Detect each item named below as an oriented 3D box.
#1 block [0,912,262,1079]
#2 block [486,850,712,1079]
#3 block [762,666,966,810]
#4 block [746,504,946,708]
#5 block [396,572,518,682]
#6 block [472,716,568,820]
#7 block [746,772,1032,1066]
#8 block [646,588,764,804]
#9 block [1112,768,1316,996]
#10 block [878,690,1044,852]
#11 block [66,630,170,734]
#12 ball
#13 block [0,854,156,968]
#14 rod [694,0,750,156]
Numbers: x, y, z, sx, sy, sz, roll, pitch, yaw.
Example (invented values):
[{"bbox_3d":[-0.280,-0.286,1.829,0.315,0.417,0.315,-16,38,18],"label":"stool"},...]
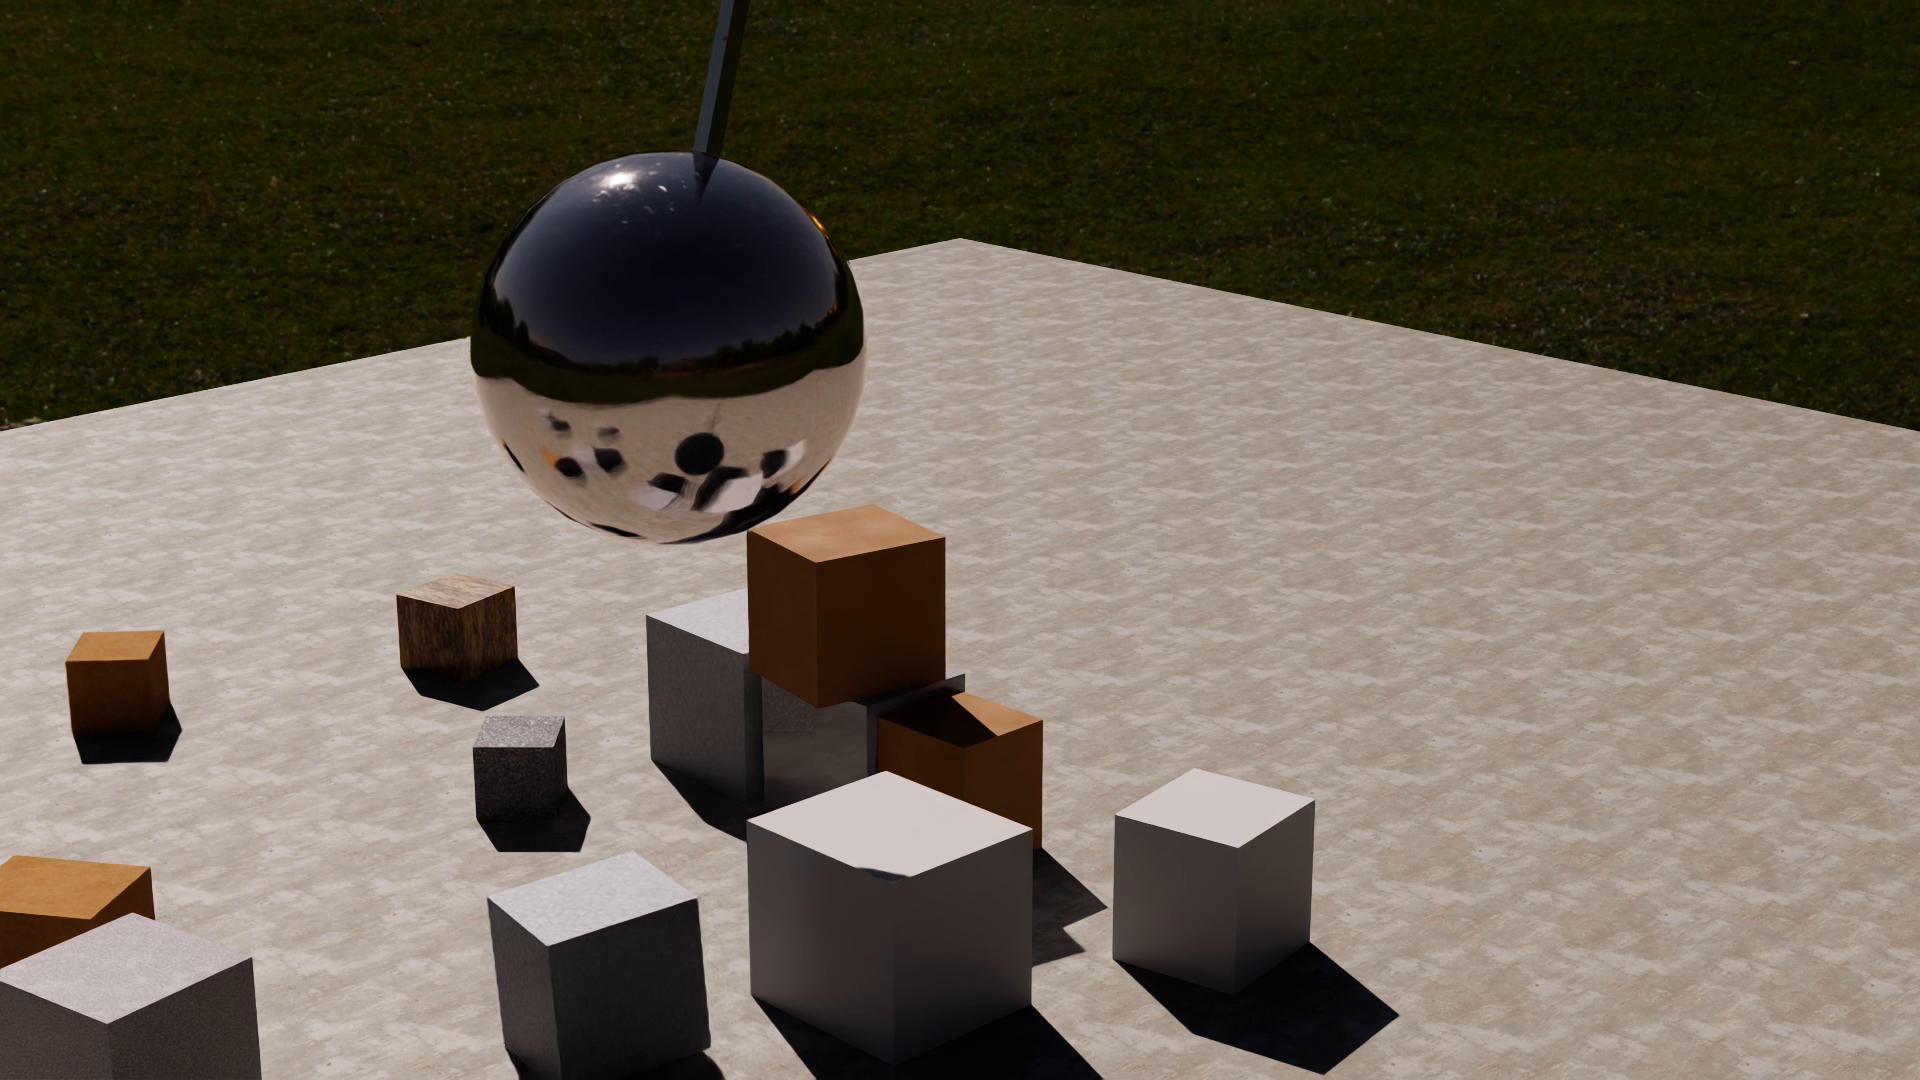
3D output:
[{"bbox_3d":[-3.119,1.928,10.998,0.680,0.727,0.674,12,21,34],"label":"block"},{"bbox_3d":[-1.436,1.723,11.683,0.652,0.667,0.550,-15,23,-30],"label":"block"},{"bbox_3d":[-0.463,0.960,14.119,0.646,0.703,0.734,-17,24,-42],"label":"block"},{"bbox_3d":[-0.538,0.302,13.858,0.705,0.708,0.639,-11,21,-32],"label":"block"},{"bbox_3d":[-2.762,0.477,16.124,0.448,0.422,0.461,11,21,31],"label":"block"},{"bbox_3d":[-2.129,1.102,14.219,0.386,0.372,0.418,0,17,0],"label":"block"},{"bbox_3d":[-0.290,1.542,12.123,0.781,0.789,0.883,-16,24,-42],"label":"block"},{"bbox_3d":[-1.007,0.748,14.676,0.792,0.773,0.784,-15,23,-40],"label":"block"},{"bbox_3d":[1.090,1.456,12.596,0.607,0.670,0.646,12,21,34],"label":"block"},{"bbox_3d":[0.002,1.131,13.677,0.518,0.641,0.567,-17,24,-42],"label":"block"},{"bbox_3d":[-4.398,0.739,15.328,0.419,0.398,0.455,-1,18,-5],"label":"block"},{"bbox_3d":[-1.175,-0.775,11.866,1.600,1.600,1.600,0,17,0],"label":"ball"},{"bbox_3d":[-3.731,1.677,12.119,0.618,0.534,0.527,4,18,11],"label":"block"},{"bbox_3d":[-0.509,-4.091,11.522,0.080,5.200,0.080,17,8,42],"label":"rod"}]
